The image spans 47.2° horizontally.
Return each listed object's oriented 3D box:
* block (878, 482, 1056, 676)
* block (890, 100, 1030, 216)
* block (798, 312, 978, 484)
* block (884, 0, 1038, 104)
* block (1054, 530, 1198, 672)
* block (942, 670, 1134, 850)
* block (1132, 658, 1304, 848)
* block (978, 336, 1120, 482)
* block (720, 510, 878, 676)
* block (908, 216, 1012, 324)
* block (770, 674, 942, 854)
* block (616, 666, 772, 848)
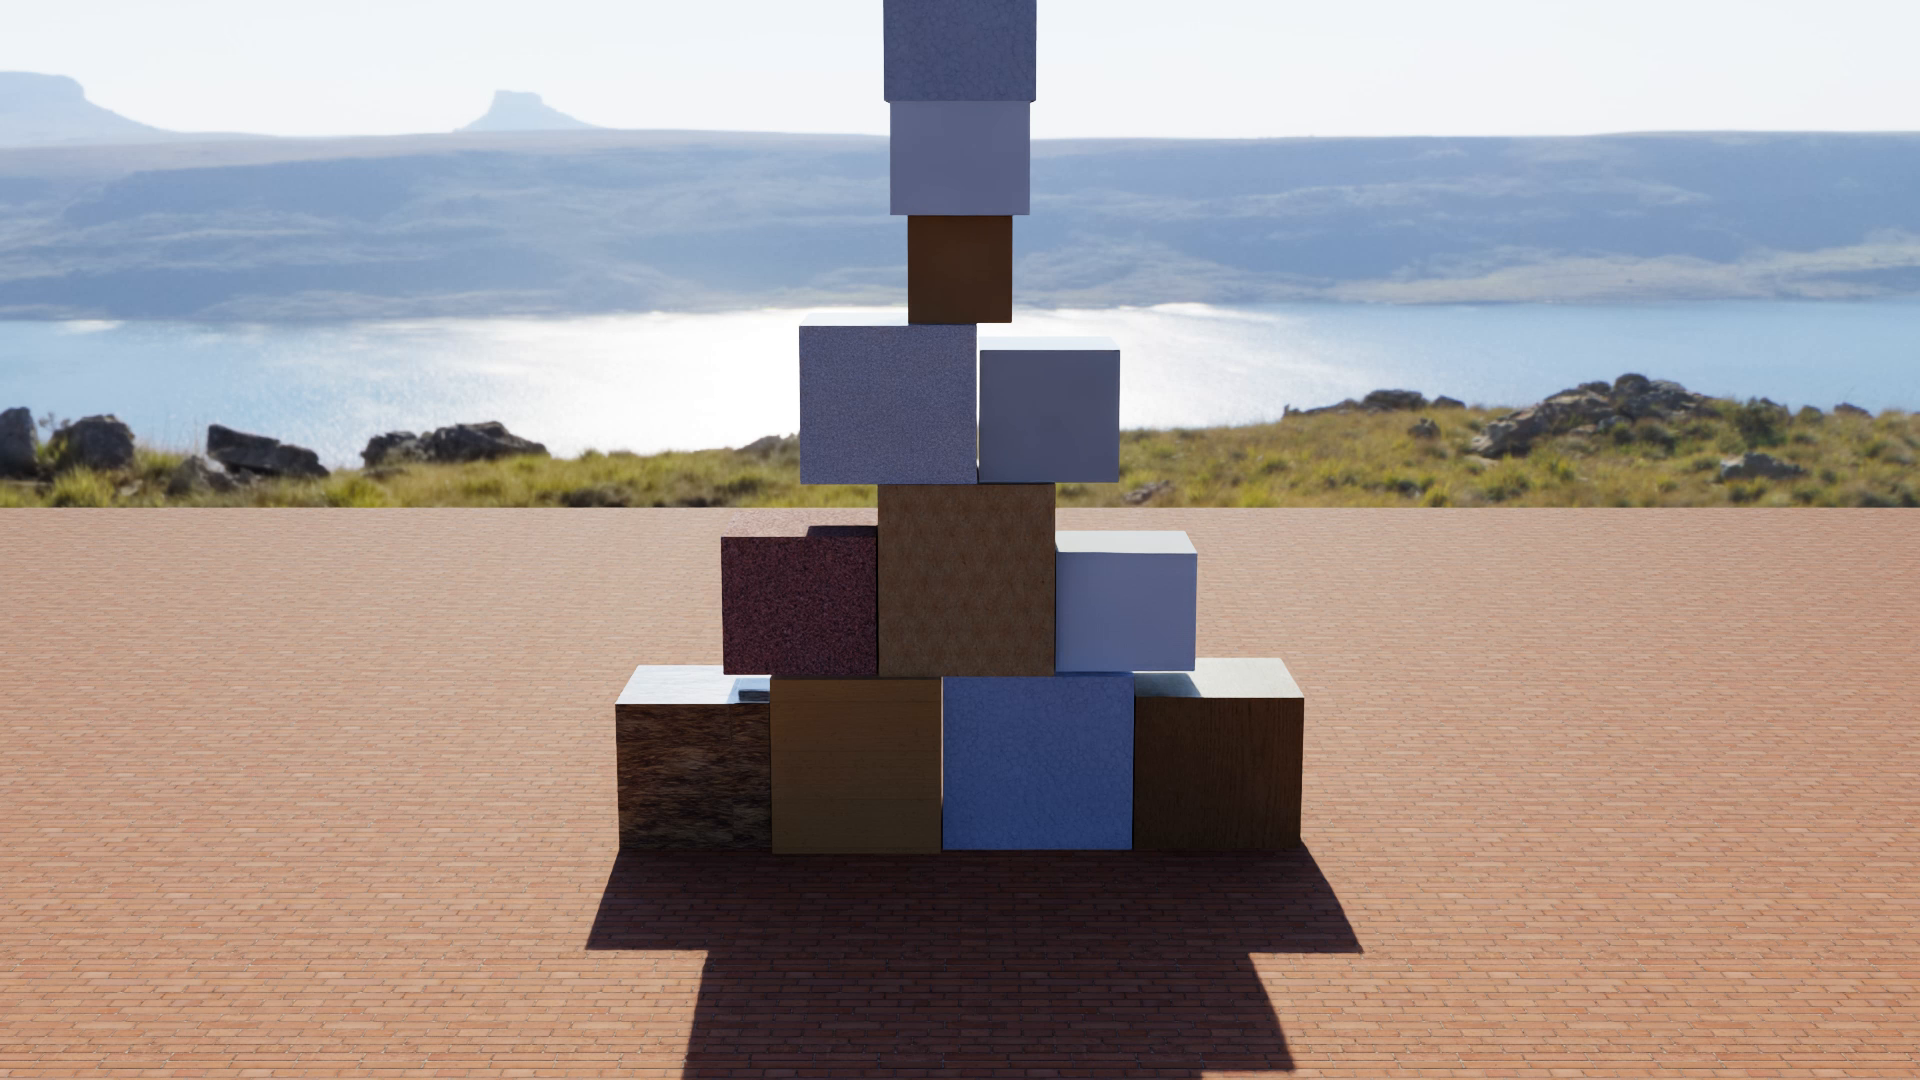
[{"bbox_3d":[0.032,0.127,11.211,0.867,0.958,0.862,0,10,0],"label":"block"},{"bbox_3d":[0.000,-1.883,10.833,0.670,0.540,0.649,0,10,0],"label":"block"},{"bbox_3d":[-0.348,-0.725,11.058,0.861,0.774,0.825,0,10,0],"label":"block"},{"bbox_3d":[0.000,-2.552,10.733,0.727,0.812,0.696,0,10,0],"label":"block"},{"bbox_3d":[0.825,0.304,11.233,0.698,0.601,0.631,0,10,0],"label":"block"},{"bbox_3d":[0.388,1.036,11.376,0.949,0.891,0.870,0,10,0],"label":"block"},{"bbox_3d":[1.291,1.089,11.398,0.838,0.780,0.841,0,10,0],"label":"block"},{"bbox_3d":[0.436,-0.667,11.076,0.685,0.653,0.731,0,10,0],"label":"block"},{"bbox_3d":[-0.793,0.259,11.216,0.762,0.697,0.762,0,10,0],"label":"block"},{"bbox_3d":[0.000,-1.359,10.922,0.508,0.522,0.520,0,10,0],"label":"block"},{"bbox_3d":[-0.516,1.040,11.357,0.840,0.891,0.960,0,10,0],"label":"block"},{"bbox_3d":[-1.328,1.109,11.365,0.764,0.752,0.804,0,10,0],"label":"block"}]
